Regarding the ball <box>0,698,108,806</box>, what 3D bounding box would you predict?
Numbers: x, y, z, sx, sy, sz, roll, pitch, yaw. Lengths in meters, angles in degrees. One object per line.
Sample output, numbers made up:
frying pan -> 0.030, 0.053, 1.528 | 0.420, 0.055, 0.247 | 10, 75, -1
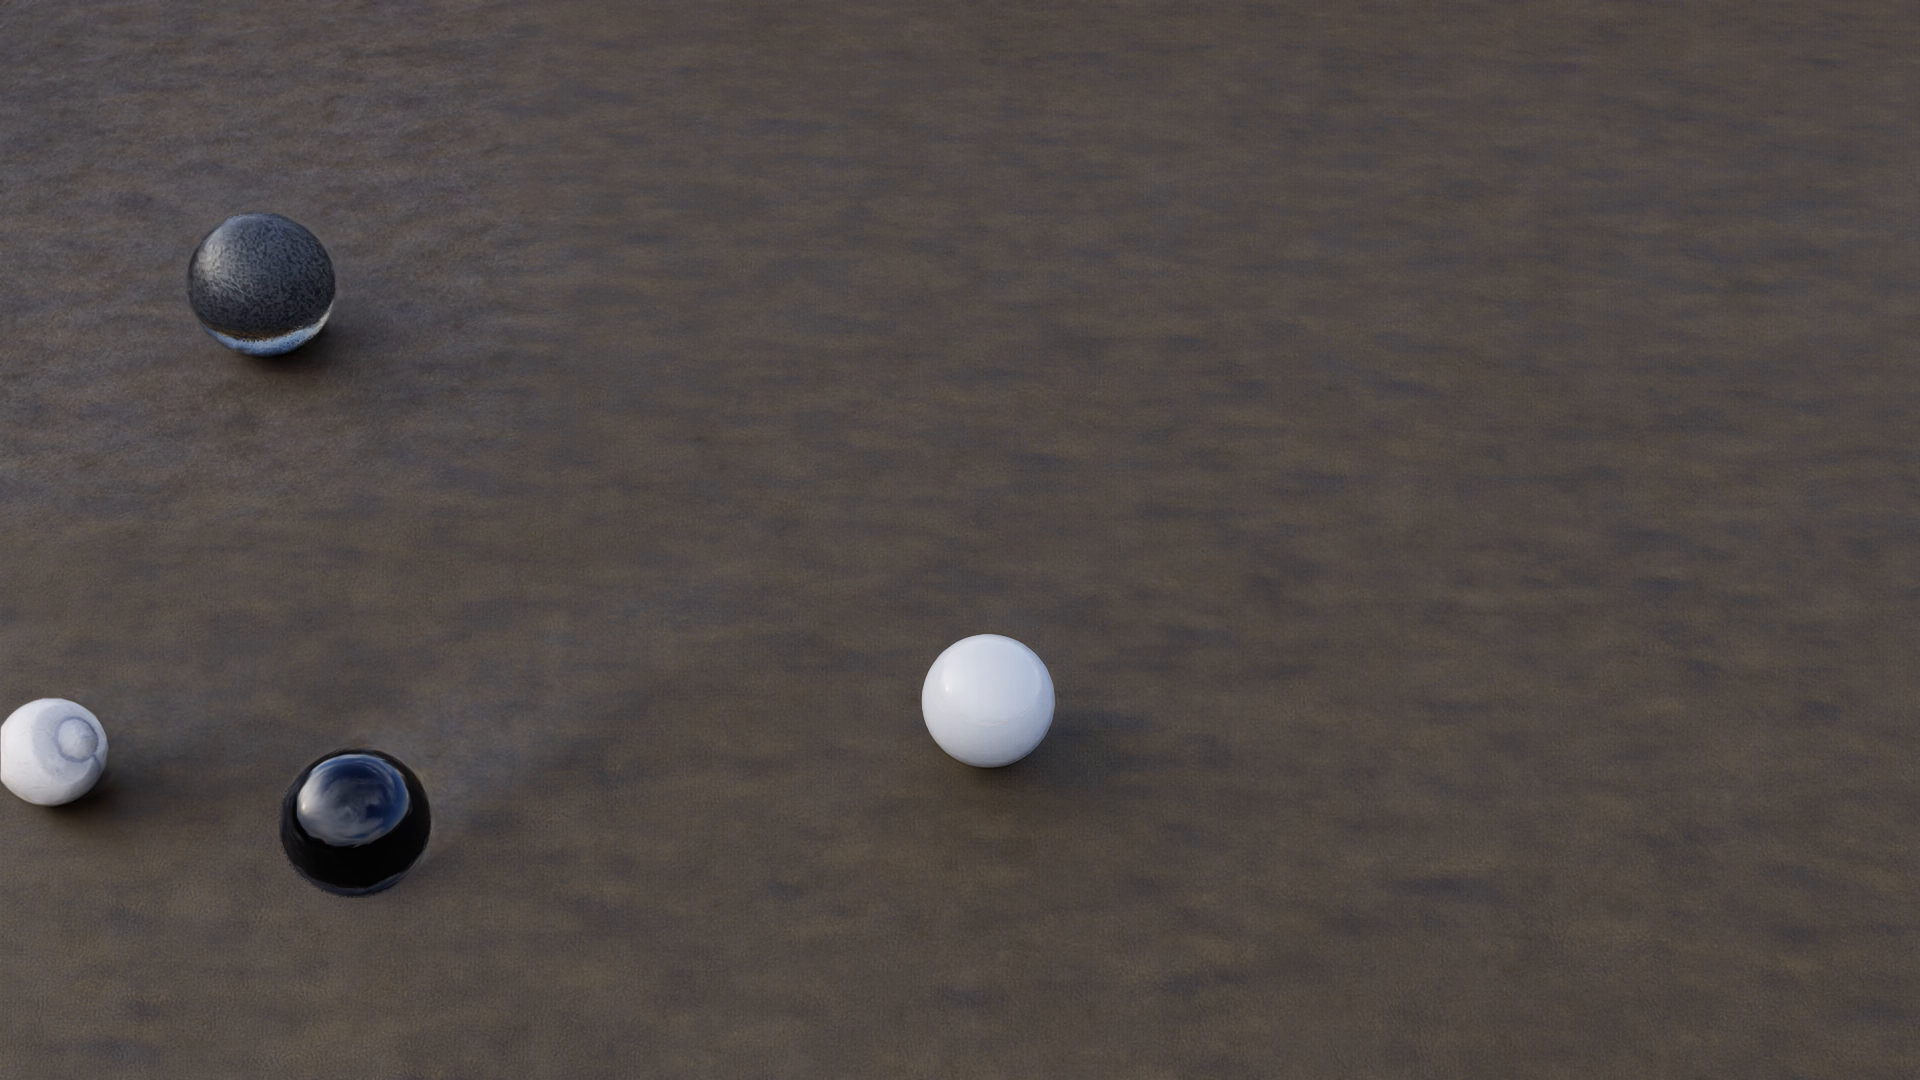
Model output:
ball -> -0.498, 0.116, 1.405 | 0.059, 0.059, 0.059 | 0, 37, 0

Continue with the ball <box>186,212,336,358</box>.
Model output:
ball -> -0.480, -0.176, 1.765 | 0.099, 0.099, 0.099 | 0, 37, 0

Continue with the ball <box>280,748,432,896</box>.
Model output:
ball -> -0.317, 0.148, 1.347 | 0.078, 0.078, 0.078 | 0, 37, 0

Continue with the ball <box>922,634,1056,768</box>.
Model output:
ball -> 0.016, 0.090, 1.428 | 0.075, 0.075, 0.075 | 0, 37, 0
